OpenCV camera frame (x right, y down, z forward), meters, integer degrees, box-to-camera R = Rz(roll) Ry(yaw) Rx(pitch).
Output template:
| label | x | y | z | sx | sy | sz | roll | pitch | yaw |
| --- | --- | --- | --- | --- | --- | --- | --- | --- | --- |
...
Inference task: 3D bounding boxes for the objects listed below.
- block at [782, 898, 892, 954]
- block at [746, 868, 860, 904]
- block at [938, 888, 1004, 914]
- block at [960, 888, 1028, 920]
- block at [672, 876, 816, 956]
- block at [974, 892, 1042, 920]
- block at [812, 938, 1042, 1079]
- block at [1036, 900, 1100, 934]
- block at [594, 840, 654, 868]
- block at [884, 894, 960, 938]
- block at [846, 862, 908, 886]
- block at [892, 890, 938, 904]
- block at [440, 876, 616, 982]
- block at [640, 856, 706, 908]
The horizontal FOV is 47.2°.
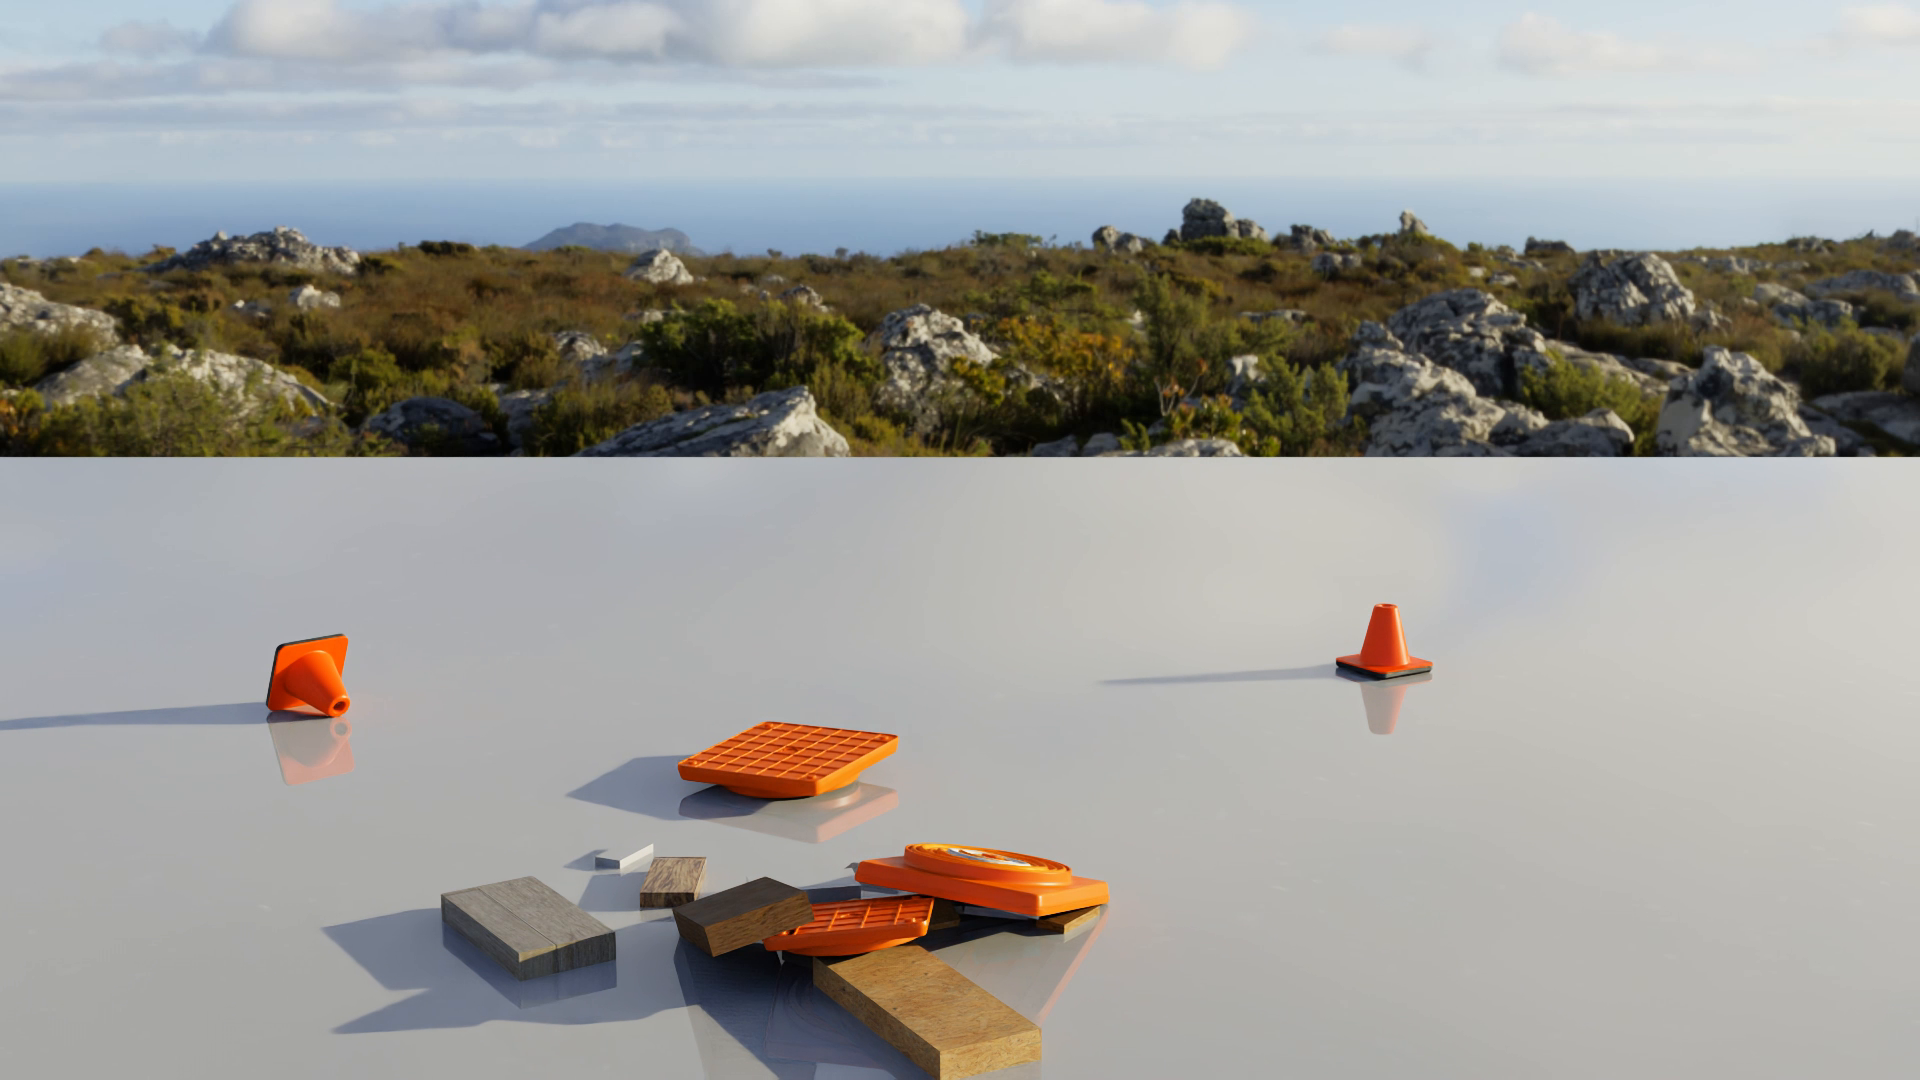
| label | x | y | z | sx | sy | sz | roll | pitch | yaw |
| --- | --- | --- | --- | --- | --- | --- | --- | --- | --- |
| block | -0.189 | 0.612 | 3.481 | 0.090 | 0.025 | 0.179 | 8 | 13 | 36 |
| block | -0.261 | 0.579 | 3.660 | 0.179 | 0.025 | 0.090 | -2 | 11 | -12 |
| block | 0.025 | 0.589 | 3.587 | 0.109 | 0.015 | 0.054 | 0 | 19 | -23 |
| block | 0.057 | 0.588 | 3.557 | 0.106 | 0.015 | 0.053 | 7 | 25 | -9 |
| block | -0.334 | 0.570 | 3.349 | 0.158 | 0.045 | 0.315 | -17 | 1 | -17 |
| block | 0.076 | 0.583 | 3.512 | 0.106 | 0.015 | 0.053 | 13 | -1 | 5 |
| block | -0.054 | 0.665 | 3.143 | 0.158 | 0.045 | 0.398 | -6 | 12 | -28 |
| block | 0.174 | 0.606 | 3.540 | 0.053 | 0.015 | 0.106 | 7 | 13 | 34 |
| block | -0.587 | 0.549 | 3.847 | 0.052 | 0.015 | 0.103 | 5 | 12 | 25 |
| block | -0.059 | 0.598 | 3.508 | 0.109 | 0.015 | 0.054 | -6 | 44 | -29 |
| block | -0.145 | 0.569 | 3.742 | 0.103 | 0.015 | 0.052 | 4 | 11 | 19 |
| block | -0.070 | 0.598 | 3.584 | 0.054 | 0.015 | 0.109 | 10 | 14 | 43 |
| block | -0.682 | 0.607 | 3.457 | 0.158 | 0.045 | 0.315 | -7 | 13 | -34 |
| block | -0.480 | 0.573 | 3.690 | 0.090 | 0.025 | 0.179 | 0 | 11 | 0 |
